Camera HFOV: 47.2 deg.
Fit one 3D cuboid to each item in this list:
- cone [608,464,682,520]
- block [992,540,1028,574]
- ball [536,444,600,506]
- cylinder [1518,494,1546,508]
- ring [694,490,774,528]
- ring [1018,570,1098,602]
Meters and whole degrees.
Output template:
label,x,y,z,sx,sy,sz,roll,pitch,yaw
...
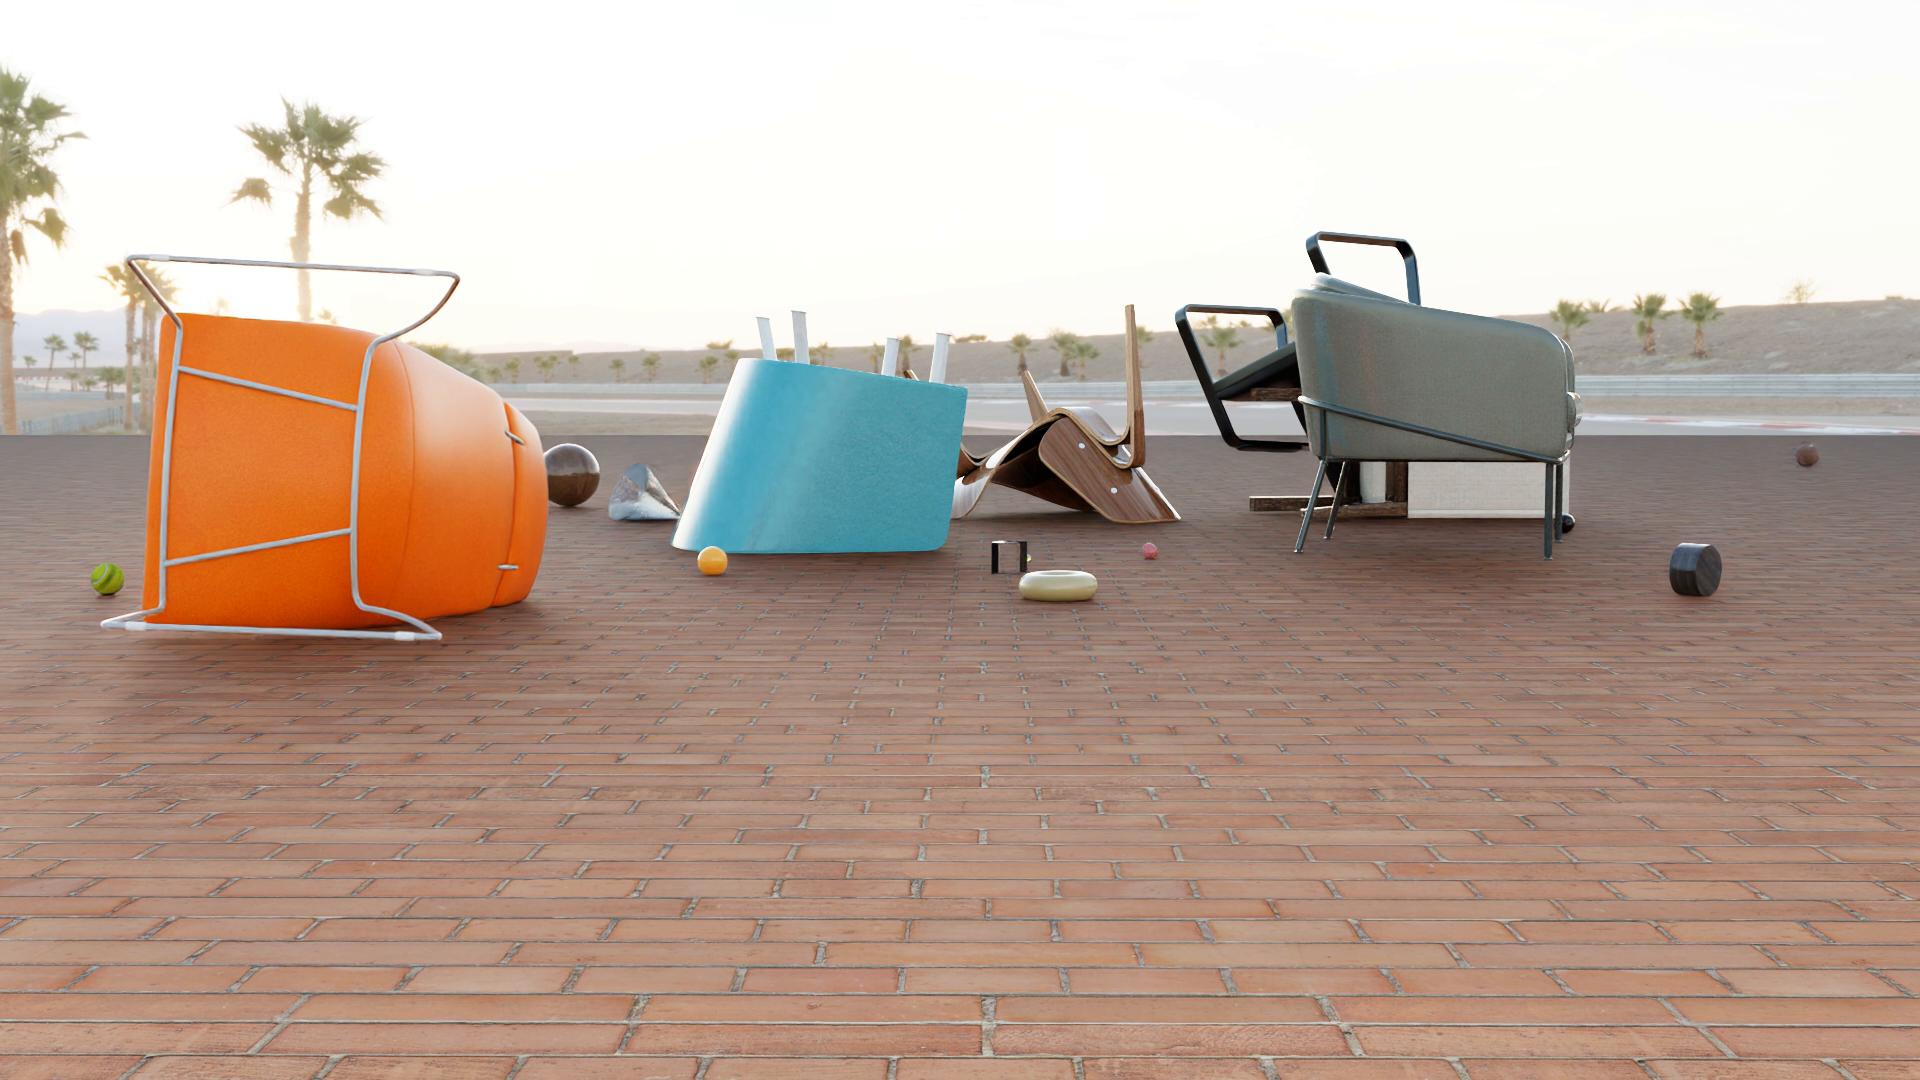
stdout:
label,x,y,z,sx,sy,sz,roll,pitch,yaw
cone,-1.048,-0.121,7.586,0.231,0.211,0.242,27,-33,-33
block,0.120,0.043,5.360,0.064,0.077,0.072,2,4,24
ball,-1.498,-0.248,8.411,0.240,0.240,0.240,0,4,0
cylinder,2.160,-0.145,8.305,0.087,0.049,0.057,0,14,-2
ring,-0.733,-0.100,7.170,0.211,0.116,0.343,4,5,28
ring,0.210,0.099,4.700,0.176,0.057,0.156,2,5,37
